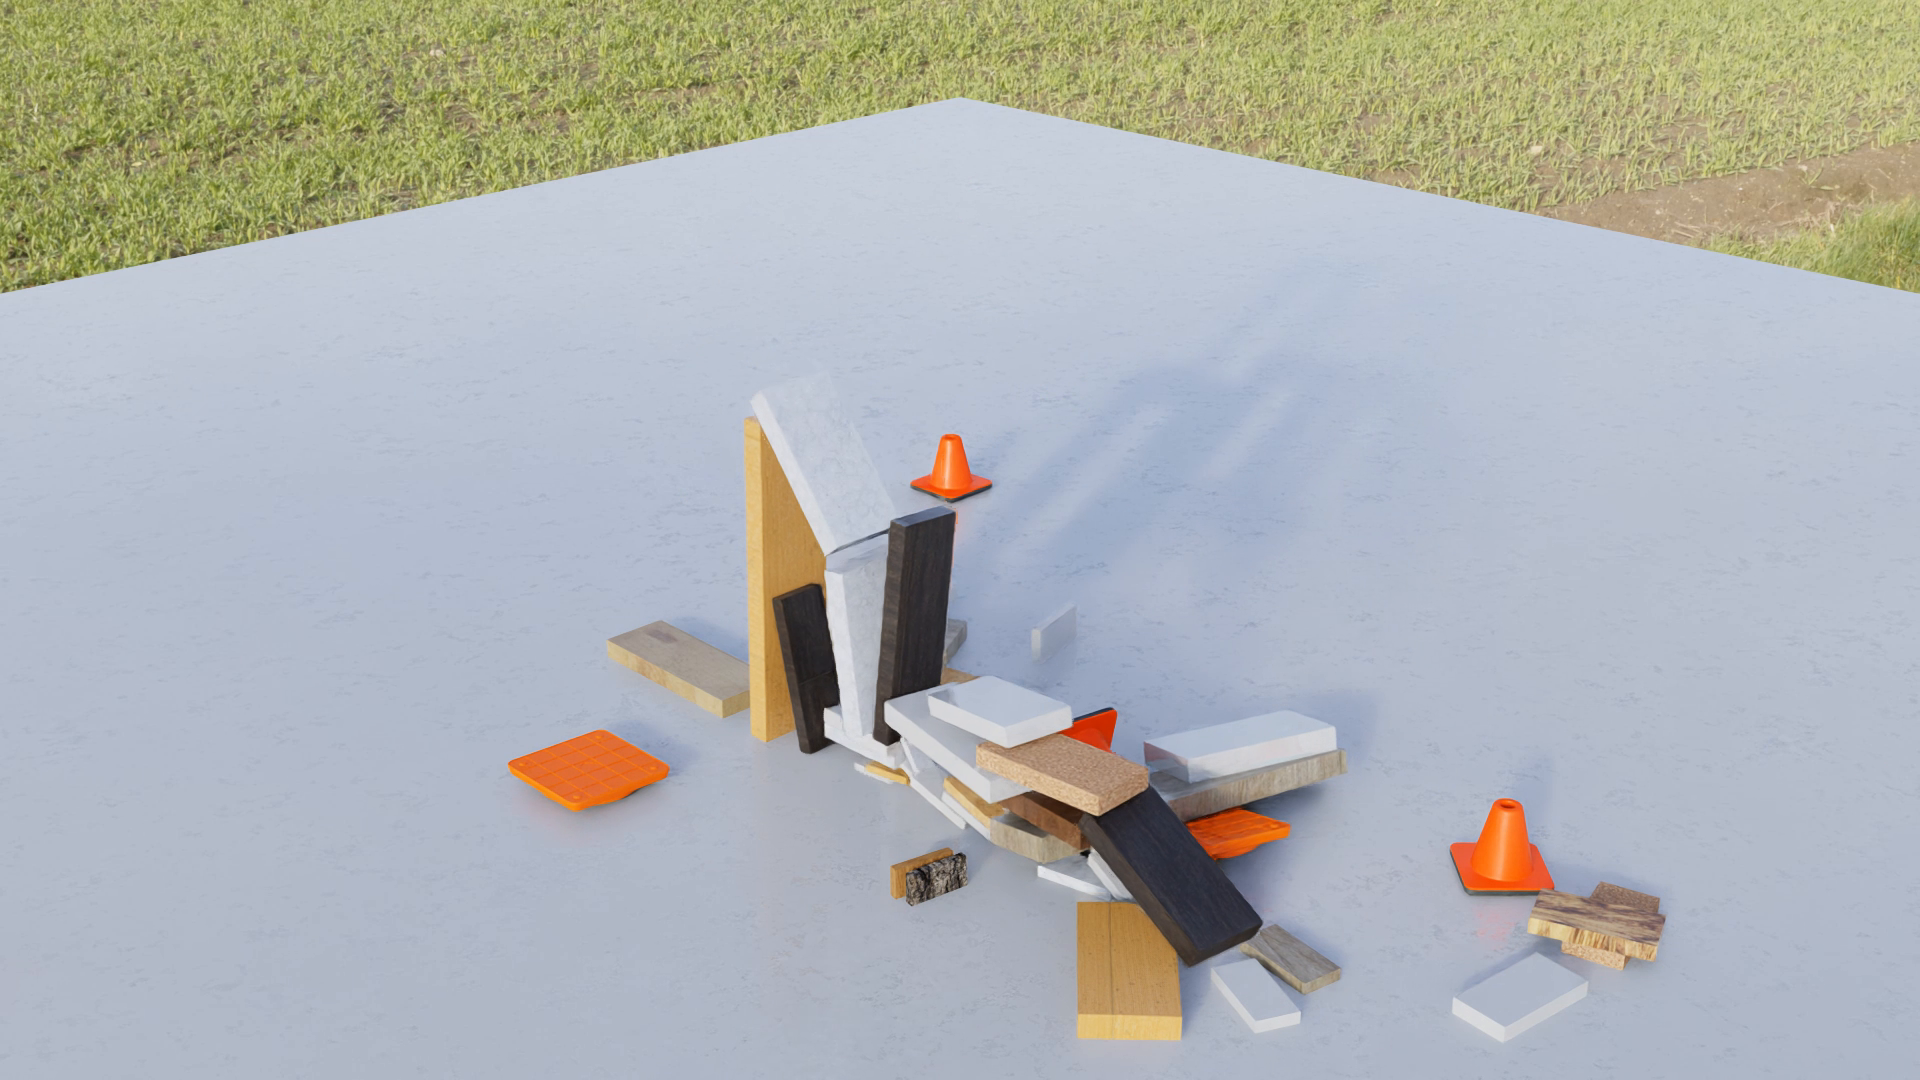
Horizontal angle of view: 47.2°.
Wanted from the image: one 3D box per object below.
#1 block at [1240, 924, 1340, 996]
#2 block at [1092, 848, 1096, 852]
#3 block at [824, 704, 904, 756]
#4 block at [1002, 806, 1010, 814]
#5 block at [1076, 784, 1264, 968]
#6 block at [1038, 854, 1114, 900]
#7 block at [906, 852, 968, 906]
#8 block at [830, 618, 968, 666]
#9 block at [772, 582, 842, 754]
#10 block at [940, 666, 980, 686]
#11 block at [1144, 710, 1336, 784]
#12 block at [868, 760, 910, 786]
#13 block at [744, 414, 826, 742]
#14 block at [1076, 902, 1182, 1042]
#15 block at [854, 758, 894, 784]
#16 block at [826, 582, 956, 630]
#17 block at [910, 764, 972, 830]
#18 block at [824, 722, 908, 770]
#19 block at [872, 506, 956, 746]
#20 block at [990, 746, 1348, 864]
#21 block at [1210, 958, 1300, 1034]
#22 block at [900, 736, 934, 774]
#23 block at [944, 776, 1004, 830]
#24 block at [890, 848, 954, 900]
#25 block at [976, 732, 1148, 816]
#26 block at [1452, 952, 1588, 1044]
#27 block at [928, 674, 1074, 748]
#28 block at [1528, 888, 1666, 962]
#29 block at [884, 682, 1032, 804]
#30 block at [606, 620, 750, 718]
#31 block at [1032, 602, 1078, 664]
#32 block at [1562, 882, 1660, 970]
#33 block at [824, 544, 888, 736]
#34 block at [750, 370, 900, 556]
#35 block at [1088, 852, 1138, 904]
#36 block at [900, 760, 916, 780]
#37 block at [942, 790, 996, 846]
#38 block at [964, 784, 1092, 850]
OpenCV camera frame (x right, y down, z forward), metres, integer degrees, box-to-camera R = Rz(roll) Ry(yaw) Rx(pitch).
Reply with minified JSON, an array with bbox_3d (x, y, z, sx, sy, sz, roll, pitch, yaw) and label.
[{"bbox_3d":[0.592,0.753,3.954,0.086,0.024,0.173,-15,27,-31],"label":"block"},{"bbox_3d":[0.330,0.607,4.274,0.161,0.023,0.081,17,13,34],"label":"block"},{"bbox_3d":[-0.175,0.394,4.631,0.112,0.032,0.225,-10,21,-37],"label":"block"},{"bbox_3d":[0.119,0.532,4.344,0.064,0.129,0.018,-13,5,-27],"label":"block"},{"bbox_3d":[0.381,0.607,4.006,0.169,0.048,0.338,-15,54,-39],"label":"block"},{"bbox_3d":[0.239,0.641,4.220,0.161,0.023,0.081,15,27,31],"label":"block"},{"bbox_3d":[-0.044,0.642,4.164,0.129,0.064,0.018,-16,28,-32],"label":"block"},{"bbox_3d":[-0.156,0.222,5.180,0.312,0.044,0.156,7,24,16],"label":"block"},{"bbox_3d":[-0.317,0.273,4.676,0.032,0.345,0.112,5,20,45],"label":"block"},{"bbox_3d":[-0.010,0.327,4.959,0.172,0.024,0.086,15,27,31],"label":"block"},{"bbox_3d":[0.576,0.423,4.524,0.353,0.050,0.176,-10,11,-24],"label":"block"},{"bbox_3d":[-0.135,0.478,4.560,0.105,0.015,0.053,15,25,34],"label":"block"},{"bbox_3d":[-0.366,0.070,4.658,0.050,0.732,0.177,23,32,39],"label":"block"},{"bbox_3d":[0.296,0.761,3.903,0.176,0.050,0.353,1,23,2],"label":"block"},{"bbox_3d":[-0.165,0.480,4.601,0.105,0.015,0.053,18,27,42],"label":"block"},{"bbox_3d":[-0.167,0.155,5.227,0.156,0.044,0.312,18,29,36],"label":"block"},{"bbox_3d":[-0.019,0.519,4.449,0.155,0.022,0.077,38,40,28],"label":"block"},{"bbox_3d":[-0.171,0.422,4.648,0.113,0.032,0.225,-13,23,-42],"label":"block"},{"bbox_3d":[-0.093,0.176,4.473,0.042,0.481,0.148,22,27,37],"label":"block"},{"bbox_3d":[0.427,0.510,4.395,0.768,0.050,0.176,-11,12,-32],"label":"block"},{"bbox_3d":[0.517,0.797,3.851,0.086,0.024,0.173,-8,24,-18],"label":"block"},{"bbox_3d":[-0.085,0.440,4.509,0.048,0.095,0.014,-23,0,-42],"label":"block"},{"bbox_3d":[0.046,0.519,4.394,0.077,0.022,0.155,-19,46,-39],"label":"block"},{"bbox_3d":[-0.072,0.634,4.185,0.129,0.064,0.018,-14,27,-29],"label":"block"},{"bbox_3d":[0.191,0.426,4.123,0.296,0.042,0.148,18,28,39],"label":"block"},{"bbox_3d":[0.979,0.797,3.841,0.225,0.032,0.113,-17,28,-34],"label":"block"},{"bbox_3d":[0.075,0.331,4.276,0.148,0.042,0.296,-16,16,-27],"label":"block"},{"bbox_3d":[1.157,0.697,3.995,0.225,0.032,0.113,10,25,23],"label":"block"},{"bbox_3d":[0.024,0.393,4.326,0.169,0.048,0.394,-14,26,-29],"label":"block"},{"bbox_3d":[-0.615,0.291,5.019,0.156,0.044,0.430,-21,31,-40],"label":"block"},{"bbox_3d":[0.221,0.217,5.140,0.024,0.086,0.172,14,27,29],"label":"block"},{"bbox_3d":[1.199,0.709,4.050,0.112,0.032,0.225,14,27,29],"label":"block"},{"bbox_3d":[-0.177,0.205,4.511,0.050,0.355,0.177,11,25,41],"label":"block"},{"bbox_3d":[-0.272,-0.159,4.461,0.177,0.355,0.050,-21,-8,-41],"label":"block"},{"bbox_3d":[0.323,0.646,4.150,0.086,0.024,0.173,-13,41,-26],"label":"block"},{"bbox_3d":[-0.076,0.486,4.520,0.095,0.014,0.048,49,45,8],"label":"block"},{"bbox_3d":[0.045,0.542,4.399,0.077,0.022,0.155,-22,48,-41],"label":"block"},{"bbox_3d":[0.178,0.483,4.235,0.169,0.048,0.338,-18,29,-37],"label":"block"}]
